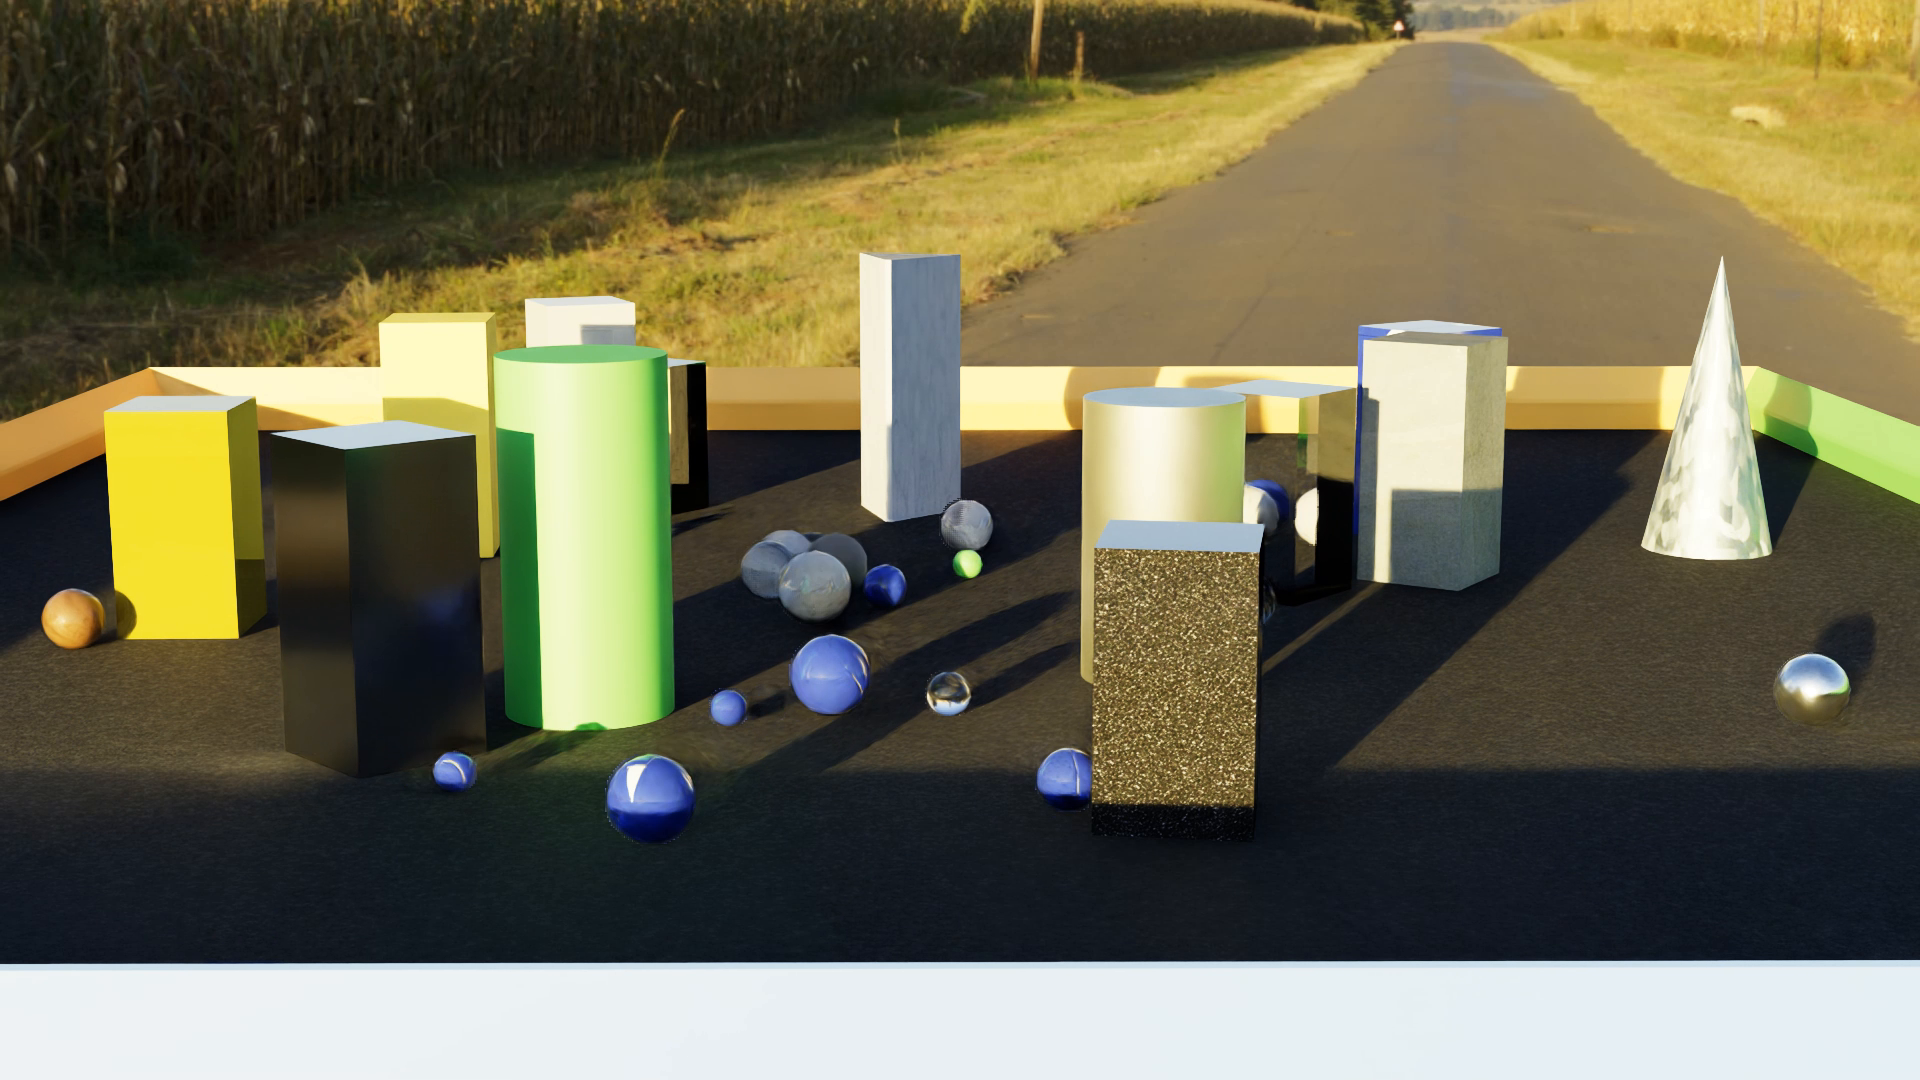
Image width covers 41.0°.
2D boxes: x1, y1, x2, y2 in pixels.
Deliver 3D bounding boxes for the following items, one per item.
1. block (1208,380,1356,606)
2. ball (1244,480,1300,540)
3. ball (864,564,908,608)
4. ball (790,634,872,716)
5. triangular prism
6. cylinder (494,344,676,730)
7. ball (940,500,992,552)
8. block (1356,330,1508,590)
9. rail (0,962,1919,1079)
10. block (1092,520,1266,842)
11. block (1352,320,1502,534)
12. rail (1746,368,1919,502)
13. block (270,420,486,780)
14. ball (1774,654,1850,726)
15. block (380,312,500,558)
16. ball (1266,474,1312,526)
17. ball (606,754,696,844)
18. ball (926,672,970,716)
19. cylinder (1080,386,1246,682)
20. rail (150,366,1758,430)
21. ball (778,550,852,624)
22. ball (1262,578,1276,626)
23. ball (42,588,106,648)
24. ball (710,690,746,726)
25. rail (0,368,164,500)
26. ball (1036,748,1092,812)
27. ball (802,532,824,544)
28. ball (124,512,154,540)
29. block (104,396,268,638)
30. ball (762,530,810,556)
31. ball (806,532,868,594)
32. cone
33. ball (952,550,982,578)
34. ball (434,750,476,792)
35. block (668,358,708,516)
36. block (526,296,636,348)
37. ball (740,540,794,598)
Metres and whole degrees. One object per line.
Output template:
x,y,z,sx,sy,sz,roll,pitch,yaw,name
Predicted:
0.441,-0.069,3.562,0.154,0.284,0.154,8,13,38,block
0.481,-0.046,3.965,0.091,0.091,0.091,0,11,0,ball
-0.101,0.063,3.469,0.059,0.059,0.059,0,11,0,ball
-0.146,0.153,2.899,0.091,0.091,0.091,0,11,0,ball
-0.109,-0.256,4.195,0.144,0.420,0.166,10,14,43,triangular prism
-0.422,-0.007,2.892,0.192,0.407,0.192,0,11,0,cylinder
0.010,-0.021,3.865,0.079,0.079,0.079,0,11,0,ball
0.674,-0.117,3.658,0.154,0.342,0.154,7,12,32,block
0.010,0.344,1.770,3.225,0.125,0.045,0,11,0,rail
0.213,0.133,2.490,0.154,0.279,0.154,2,11,8,block
0.723,-0.167,3.976,0.154,0.326,0.154,-8,13,-35,block
1.589,0.030,3.458,0.045,0.125,3.464,0,11,0,rail
-0.615,0.058,2.716,0.154,0.344,0.154,-10,14,-42,block
0.948,0.167,2.853,0.080,0.080,0.080,0,11,0,ball
-0.779,-0.160,3.867,0.154,0.351,0.154,-1,11,-4,block
0.514,-0.061,4.057,0.087,0.087,0.087,0,11,0,ball
-0.292,0.245,2.424,0.084,0.084,0.084,0,11,0,ball
-0.013,0.174,2.898,0.050,0.050,0.050,0,11,0,ball
0.242,-0.003,3.064,0.192,0.337,0.192,0,11,0,cylinder
-0.010,-0.280,5.129,3.225,0.125,0.045,0,11,0,rail
-0.191,0.062,3.371,0.096,0.096,0.096,0,11,0,ball
0.375,0.079,3.340,0.073,0.073,0.073,0,11,0,ball
-1.116,0.099,3.229,0.076,0.076,0.076,0,11,0,ball
-0.257,0.187,2.853,0.041,0.041,0.041,0,11,0,ball
-1.589,0.034,3.440,0.045,0.125,3.464,0,11,0,rail
0.107,0.236,2.527,0.062,0.062,0.062,0,11,0,ball
-0.215,0.013,3.758,0.051,0.051,0.051,0,11,0,ball
-1.269,-0.022,3.963,0.044,0.044,0.044,0,11,0,ball
-1.004,-0.032,3.338,0.154,0.293,0.154,0,11,-1,block
-0.246,0.025,3.611,0.081,0.081,0.081,0,11,0,ball
-0.171,0.035,3.537,0.089,0.089,0.089,0,11,0,ball
1.137,-0.206,3.865,0.192,0.444,0.192,0,11,0,cone
0.011,0.035,3.667,0.042,0.042,0.042,0,11,0,ball
-0.511,0.234,2.595,0.042,0.042,0.042,0,11,0,ball
-0.524,-0.170,4.218,0.154,0.243,0.154,8,13,35,block
-0.663,-0.260,4.498,0.154,0.318,0.154,-5,11,-23,block
-0.263,0.040,3.534,0.079,0.079,0.079,0,11,0,ball
